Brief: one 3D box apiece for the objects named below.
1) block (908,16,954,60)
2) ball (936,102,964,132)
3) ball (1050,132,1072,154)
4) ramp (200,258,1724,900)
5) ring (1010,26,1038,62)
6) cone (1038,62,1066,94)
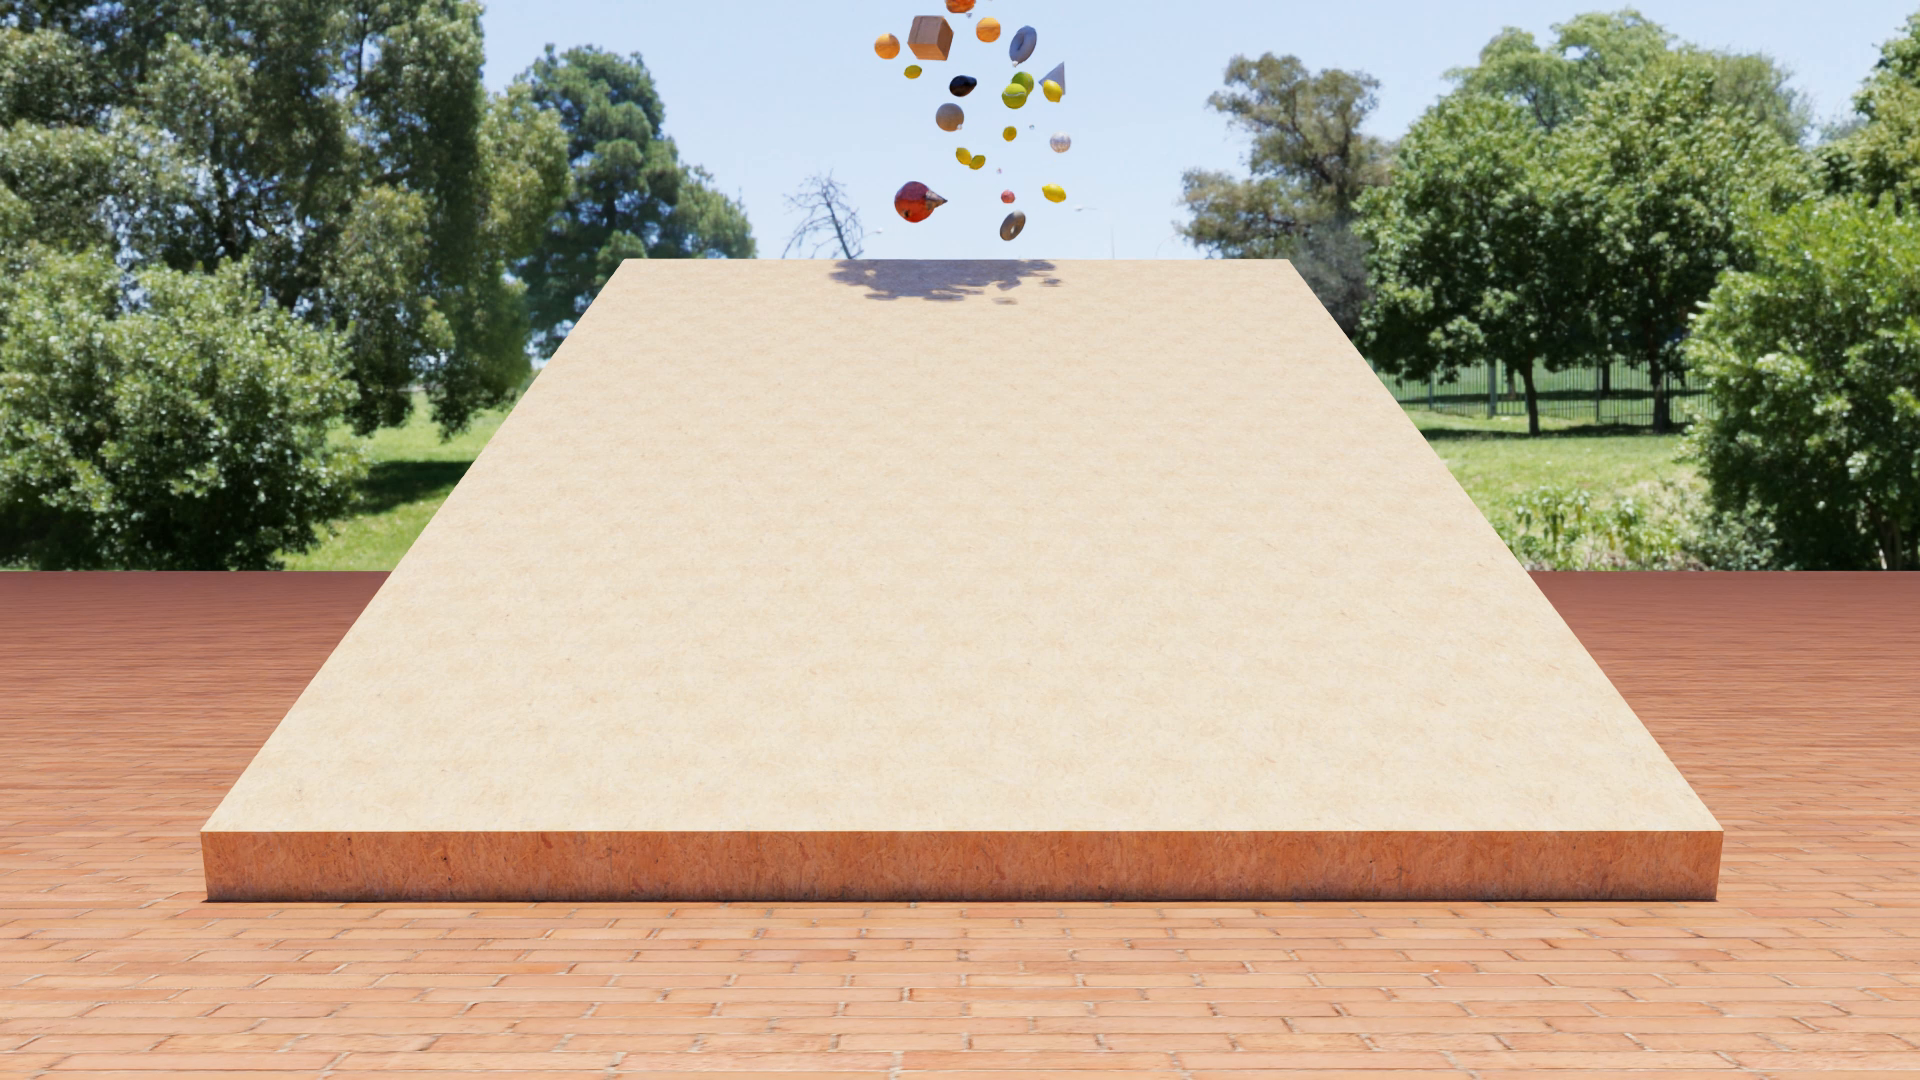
[{"bbox_3d":[-0.085,-1.452,6.466,0.092,0.092,0.092,7,-16,22],"label":"block"},{"bbox_3d":[-0.029,-1.222,6.459,0.084,0.084,0.084,0,-1,0],"label":"ball"},{"bbox_3d":[0.287,-1.136,6.384,0.063,0.063,0.063,0,-1,0],"label":"ball"},{"bbox_3d":[-0.003,-0.185,4.852,2.000,0.100,4.000,0,18,0],"label":"ramp"},{"bbox_3d":[0.187,-1.465,6.612,0.038,0.115,0.115,20,-11,-29],"label":"ring"},{"bbox_3d":[0.287,-1.365,6.546,0.089,0.089,0.089,20,26,-10],"label":"cone"}]
